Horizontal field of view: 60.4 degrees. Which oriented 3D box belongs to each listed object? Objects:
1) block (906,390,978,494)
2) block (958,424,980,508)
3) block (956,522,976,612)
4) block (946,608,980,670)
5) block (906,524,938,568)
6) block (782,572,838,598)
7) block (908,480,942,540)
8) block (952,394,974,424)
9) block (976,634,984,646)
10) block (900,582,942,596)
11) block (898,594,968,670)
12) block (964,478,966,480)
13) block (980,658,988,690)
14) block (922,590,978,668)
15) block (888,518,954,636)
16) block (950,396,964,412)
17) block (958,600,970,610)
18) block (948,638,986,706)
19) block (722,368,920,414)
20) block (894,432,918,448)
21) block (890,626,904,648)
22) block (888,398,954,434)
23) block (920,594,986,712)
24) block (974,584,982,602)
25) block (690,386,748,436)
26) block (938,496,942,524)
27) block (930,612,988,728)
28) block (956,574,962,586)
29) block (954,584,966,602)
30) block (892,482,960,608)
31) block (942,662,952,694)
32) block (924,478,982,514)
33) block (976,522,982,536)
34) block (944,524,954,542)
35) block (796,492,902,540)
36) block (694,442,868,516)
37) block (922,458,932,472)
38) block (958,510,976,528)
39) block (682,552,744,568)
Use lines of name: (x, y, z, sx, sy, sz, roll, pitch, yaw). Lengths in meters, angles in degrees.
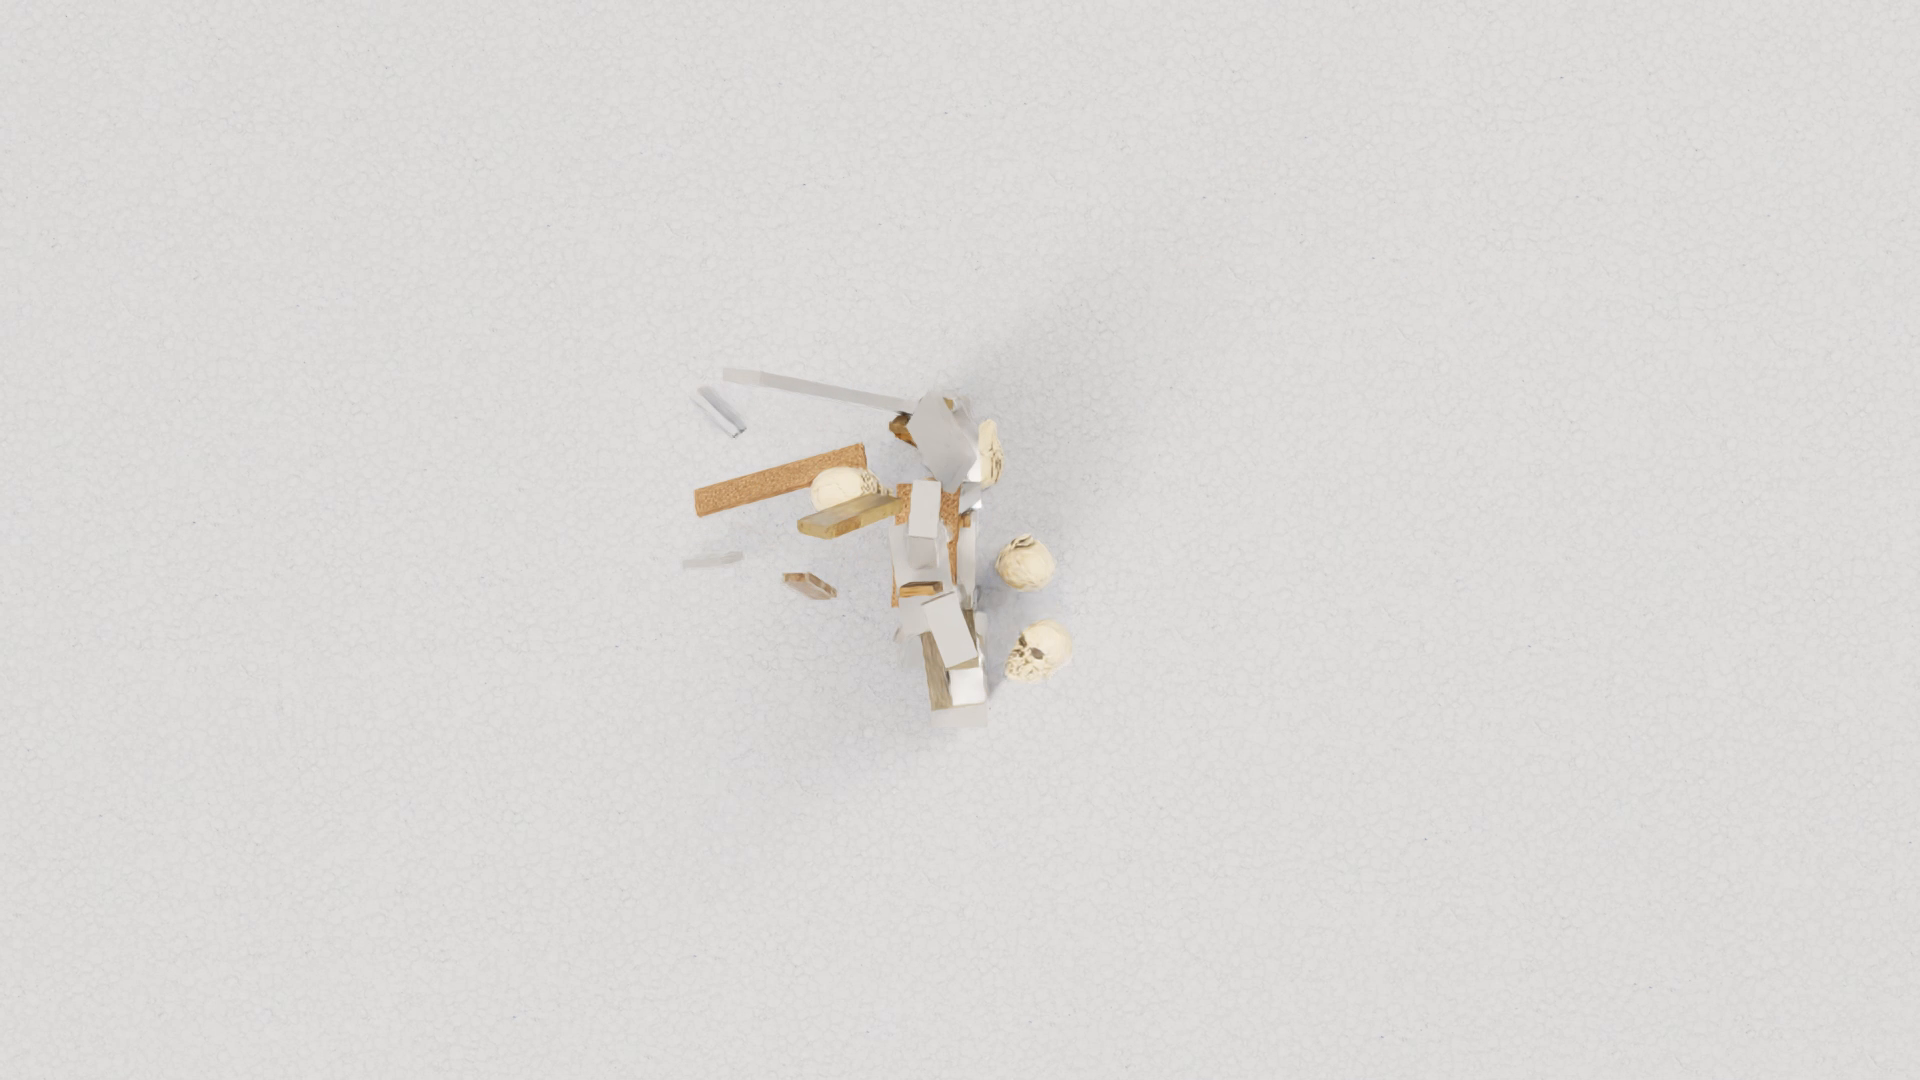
block: (-0.048, -0.253, 4.235, 0.126, 0.036, 0.252, -56, 46, 31)
block: (-0.002, -0.233, 5.217, 0.132, 0.037, 0.264, -1, 90, 0)
block: (-0.031, 0.065, 5.161, 0.157, 0.044, 0.313, 2, 90, 3)
block: (-0.001, 0.251, 4.219, 0.084, 0.464, 0.024, -5, 103, -1)
block: (-0.095, 0.016, 4.071, 0.070, 0.140, 0.020, 0, 47, 4)
block: (-0.416, 0.127, 4.567, 0.084, 0.168, 0.024, -2, 71, 23)
block: (-0.085, -0.074, 4.012, 0.070, 0.020, 0.140, 4, 78, 4)
block: (-0.006, -0.391, 5.417, 0.098, 0.028, 0.196, -13, 47, 8)
block: (0.010, 0.267, 4.367, 0.084, 0.168, 0.024, -5, 90, -5)
block: (-0.095, 0.120, 4.043, 0.084, 0.167, 0.024, -3, 92, 6)
block: (-0.075, 0.270, 4.846, 0.154, 0.309, 0.044, -7, 56, -19)
block: (-0.016, -0.191, 5.055, 0.065, 0.018, 0.131, 3, 92, 7)
block: (0.001, 0.398, 4.874, 0.154, 0.443, 0.044, -2, 92, 0)
block: (-0.024, 0.215, 3.961, 0.084, 0.024, 0.167, -21, 102, -3)
block: (-0.092, 0.092, 4.149, 0.138, 0.039, 0.276, -8, 90, 3)
block: (-0.051, -0.421, 5.232, 0.102, 0.429, 0.029, -17, 96, 5)
block: (-0.010, 0.193, 4.567, 0.076, 0.152, 0.022, 1, 102, -4)
block: (0.014, 0.339, 4.259, 0.084, 0.024, 0.168, -5, 83, -4)
block: (-0.339, -0.402, 4.554, 0.126, 0.807, 0.036, 10, 93, 33)
block: (-0.090, -0.282, 4.956, 0.102, 0.203, 0.029, 15, 84, 42)
block: (-0.146, 0.312, 5.003, 0.118, 0.017, 0.059, 25, 53, 4)
block: (-0.115, -0.372, 4.931, 0.102, 0.203, 0.029, 8, 121, 31)
block: (-0.025, 0.320, 4.642, 0.154, 0.044, 0.309, -8, 79, -1)
block: (-0.014, 0.169, 5.340, 0.157, 0.313, 0.044, 4, 91, 3)
block: (-0.795, -0.426, 5.449, 0.196, 0.098, 0.028, 44, 106, 0)
block: (-0.084, -0.080, 4.083, 0.070, 0.020, 0.140, 6, 121, 1)
block: (-0.004, 0.403, 5.121, 0.176, 0.050, 0.353, 0, 90, 0)
block: (-0.089, 0.126, 4.667, 0.169, 0.338, 0.048, 3, 91, 4)
block: (-0.060, 0.146, 4.308, 0.138, 0.276, 0.039, -8, 89, 3)
block: (-0.092, 0.018, 4.472, 0.169, 0.048, 0.338, 3, 91, 4)
block: (0.003, 0.369, 4.437, 0.084, 0.342, 0.024, 0, 96, -3)
block: (-0.052, -0.129, 4.775, 0.169, 0.547, 0.048, 5, 97, 7)
block: (-0.014, -0.041, 5.341, 0.157, 0.313, 0.044, 4, 91, 2)
block: (-0.092, 0.001, 4.308, 0.138, 0.276, 0.039, -17, 91, 3)
block: (-0.285, -0.063, 4.278, 0.252, 0.126, 0.036, -23, 113, -39)
block: (-0.531, -0.177, 4.864, 0.531, 0.024, 0.084, -15, 60, 10)
block: (-0.062, -0.224, 5.368, 0.132, 0.264, 0.037, 41, 90, 0)
block: (-0.025, -0.068, 5.000, 0.132, 0.264, 0.037, 1, 95, 5)
block: (-0.688, 0.056, 4.584, 0.168, 0.084, 0.024, -5, 99, 42)
